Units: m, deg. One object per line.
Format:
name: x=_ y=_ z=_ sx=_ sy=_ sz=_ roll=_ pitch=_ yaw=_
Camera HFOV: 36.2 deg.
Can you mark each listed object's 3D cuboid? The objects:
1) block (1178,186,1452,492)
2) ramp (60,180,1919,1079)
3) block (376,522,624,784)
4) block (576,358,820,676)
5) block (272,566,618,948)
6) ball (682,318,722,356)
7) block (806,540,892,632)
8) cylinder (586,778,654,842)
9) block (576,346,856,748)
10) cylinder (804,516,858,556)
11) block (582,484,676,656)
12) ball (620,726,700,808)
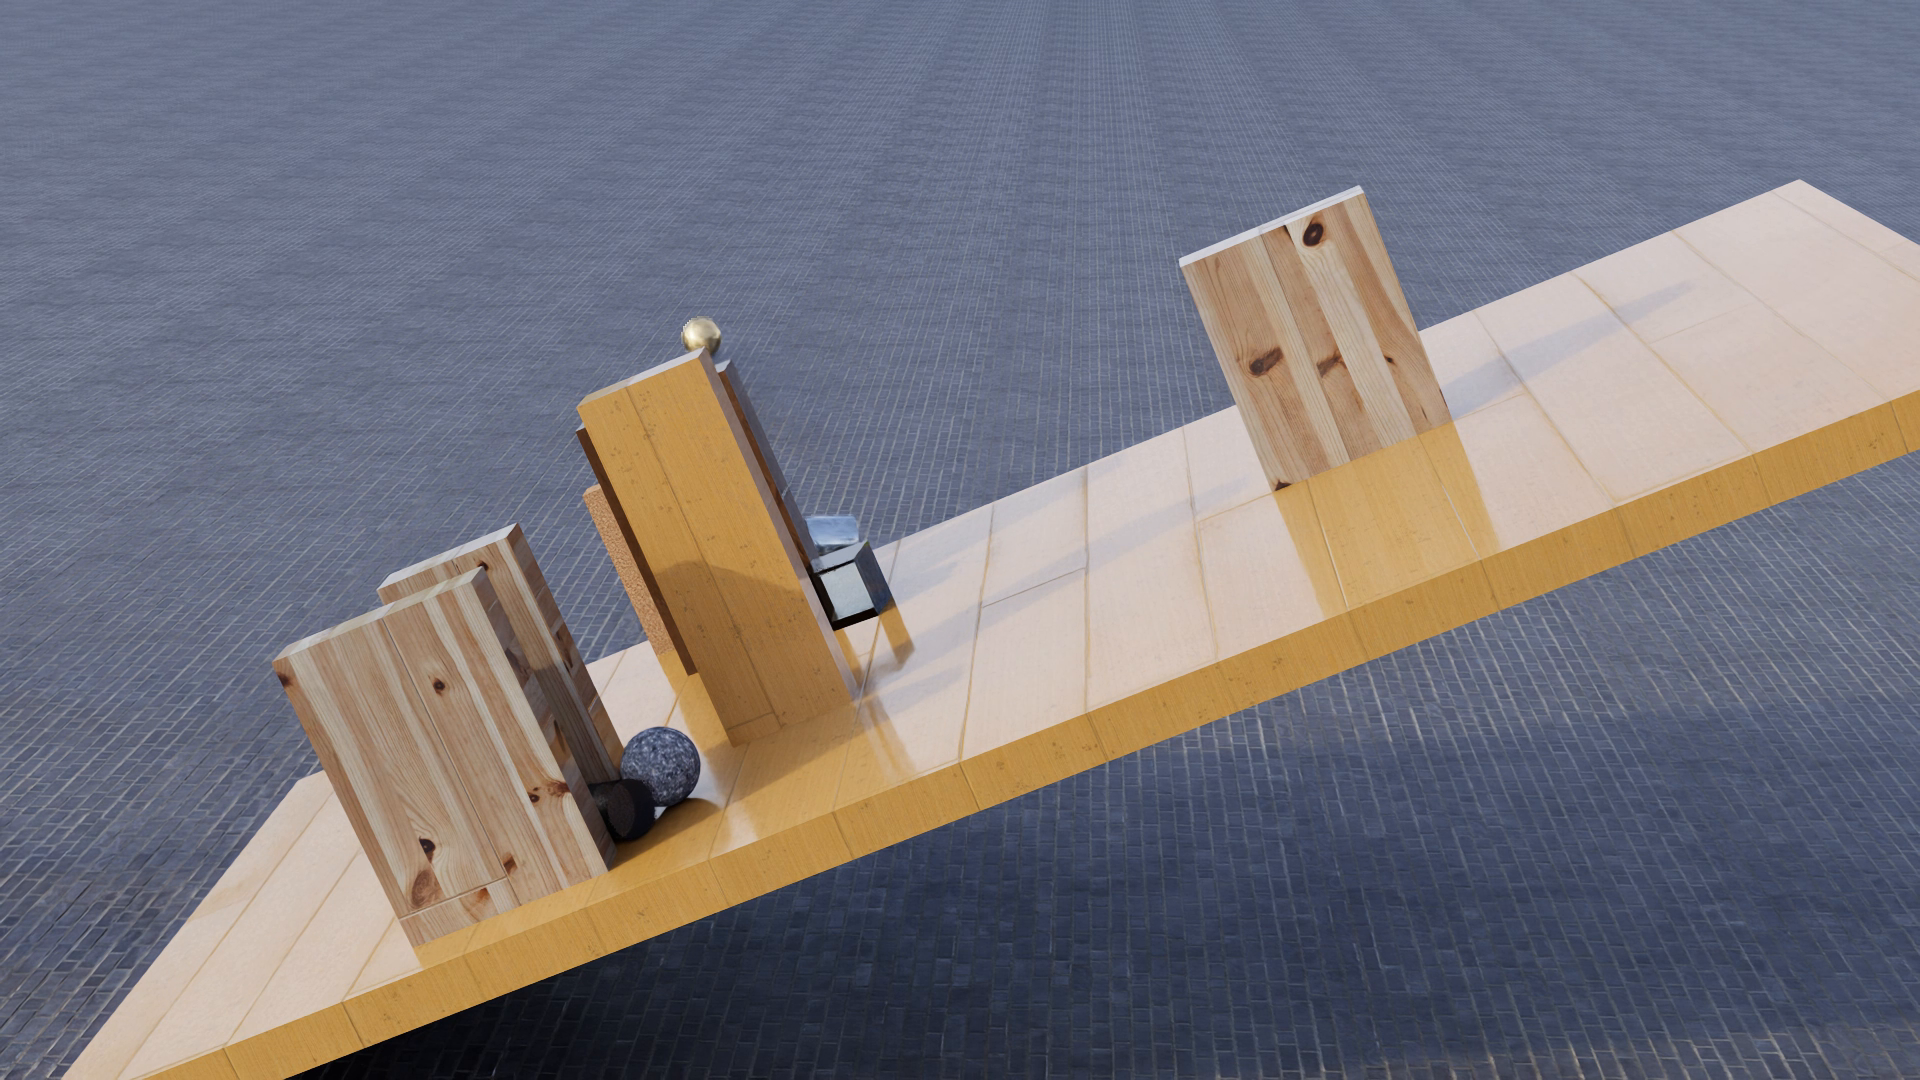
block: x=0.749 y=-0.422 z=6.198 sx=0.406 sy=0.520 sz=0.113 roll=-22 pitch=12 yaw=8
ramp: x=0.128 y=0.172 z=6.287 sx=4.000 sy=0.100 sz=2.000 roll=-22 pitch=12 yaw=8
block: x=-0.885 y=0.312 z=5.846 sx=0.282 sy=0.625 sz=0.119 roll=-22 pitch=12 yaw=8
block: x=-0.579 y=-0.051 z=6.805 sx=0.373 sy=0.628 sz=0.138 roll=-22 pitch=12 yaw=8
block: x=-0.975 y=0.415 z=5.594 sx=0.415 sy=0.616 sz=0.115 roll=-22 pitch=12 yaw=8
ball: x=-1.186 y=-0.928 z=13.539 sx=0.179 sy=0.179 sz=0.179 roll=0 pitch=14 yaw=0
block: x=-0.262 y=0.108 z=6.698 sx=0.143 sy=0.143 sz=0.143 roll=-20 pitch=13 yaw=18
cylinder: x=-0.679 y=0.529 z=5.745 sx=0.117 sy=0.117 sz=0.117 roll=-11 pitch=3 yaw=44
block: x=-0.492 y=0.017 z=6.015 sx=0.269 sy=0.775 sz=0.119 roll=-22 pitch=12 yaw=8
cylinder: x=-0.439 y=0.004 z=9.926 sx=0.167 sy=0.167 sz=0.167 roll=-3 pitch=15 yaw=-12
block: x=-0.631 y=0.003 z=7.126 sx=0.415 sy=0.435 sz=0.080 roll=-22 pitch=12 yaw=8
ball: x=-0.593 y=0.449 z=5.826 sx=0.160 sy=0.160 sz=0.160 roll=0 pitch=14 yaw=0
